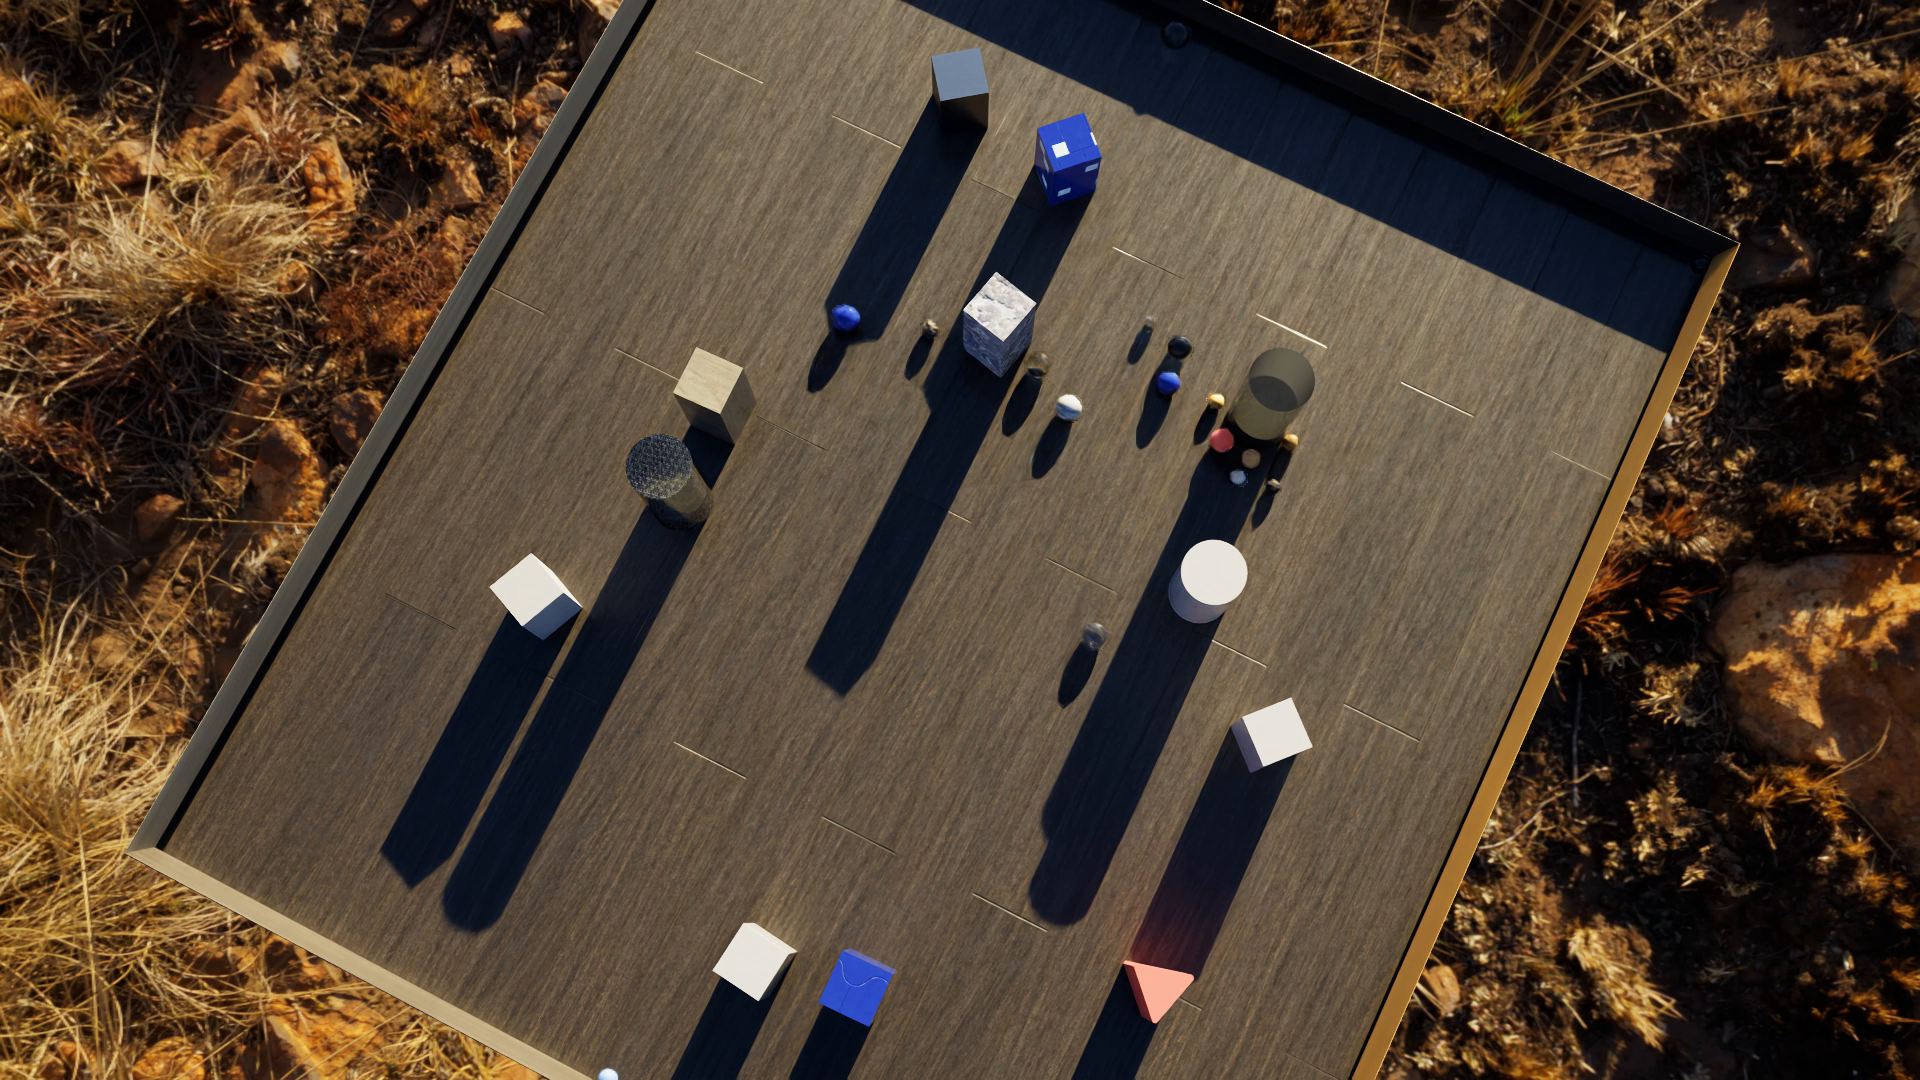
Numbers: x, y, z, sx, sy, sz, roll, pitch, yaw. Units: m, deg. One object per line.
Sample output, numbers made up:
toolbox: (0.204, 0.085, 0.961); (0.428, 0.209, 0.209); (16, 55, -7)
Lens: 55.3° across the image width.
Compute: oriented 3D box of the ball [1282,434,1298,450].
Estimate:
ball: (1.019, -0.302, 5.652); (0.052, 0.052, 0.052); (0, 78, 0)

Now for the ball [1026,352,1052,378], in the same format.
ball: (0.243, -0.542, 5.688); (0.079, 0.079, 0.079); (0, 78, 0)

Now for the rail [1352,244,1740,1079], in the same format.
rail: (1.542, 0.761, 5.395); (0.045, 0.124, 3.833); (26, 80, 5)

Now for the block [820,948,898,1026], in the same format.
block: (-0.284, 1.258, 5.167); (0.152, 0.371, 0.152); (24, 79, 5)

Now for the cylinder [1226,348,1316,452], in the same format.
cylinder: (0.922, -0.413, 5.470); (0.190, 0.454, 0.190); (0, 78, 0)

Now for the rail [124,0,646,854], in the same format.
rail: (-1.542, -0.748, 5.707); (0.045, 0.124, 3.833); (26, 80, 5)

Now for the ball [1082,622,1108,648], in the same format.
ball: (0.406, 0.288, 5.518); (0.077, 0.077, 0.077); (0, 78, 0)

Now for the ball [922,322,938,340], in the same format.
ball: (-0.094, -0.655, 5.724); (0.055, 0.055, 0.055); (0, 78, 0)

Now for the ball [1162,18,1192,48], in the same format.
ball: (0.698, -1.632, 5.906); (0.095, 0.095, 0.095); (0, 78, 0)

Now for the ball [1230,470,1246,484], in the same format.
ball: (0.853, -0.194, 5.632); (0.048, 0.048, 0.048); (0, 78, 0)

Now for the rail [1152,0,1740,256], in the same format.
rail: (0.846, -1.651, 5.894); (3.494, 0.124, 0.045); (26, 80, 5)

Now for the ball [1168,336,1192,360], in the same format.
ball: (0.682, -0.597, 5.702); (0.075, 0.075, 0.075); (0, 78, 0)

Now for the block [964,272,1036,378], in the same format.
block: (0.117, -0.647, 5.561); (0.152, 0.372, 0.152); (39, 81, 7)

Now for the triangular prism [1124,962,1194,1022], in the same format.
triangular prism: (0.533, 1.247, 5.190); (0.143, 0.331, 0.165); (41, 81, 8)

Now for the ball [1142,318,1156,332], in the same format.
ball: (0.592, -0.675, 5.733); (0.046, 0.046, 0.046); (0, 78, 0)

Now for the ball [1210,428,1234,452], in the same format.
ball: (0.808, -0.306, 5.642); (0.075, 0.075, 0.075); (0, 78, 0)

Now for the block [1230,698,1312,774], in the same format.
block: (0.910, 0.575, 5.373); (0.152, 0.244, 0.152); (-21, 79, -4)

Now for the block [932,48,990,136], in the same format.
block: (0.000, -1.409, 5.774); (0.152, 0.262, 0.152); (-11, 79, -2)

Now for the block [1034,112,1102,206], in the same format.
block: (0.334, -1.185, 5.721); (0.152, 0.275, 0.152); (-19, 79, -4)

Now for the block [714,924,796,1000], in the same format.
block: (-0.580, 1.200, 5.223); (0.152, 0.285, 0.152); (32, 80, 6)

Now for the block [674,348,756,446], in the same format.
block: (-0.734, -0.429, 5.520); (0.152, 0.362, 0.152); (24, 79, 5)

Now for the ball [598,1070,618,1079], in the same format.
ball: (-1.012, 1.550, 5.267); (0.057, 0.057, 0.057); (0, 78, 0)

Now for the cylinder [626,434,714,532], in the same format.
cylinder: (-0.855, -0.164, 5.423); (0.190, 0.445, 0.190); (0, 78, 0)

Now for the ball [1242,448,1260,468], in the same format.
ball: (0.895, -0.251, 5.638); (0.059, 0.059, 0.059); (0, 78, 0)

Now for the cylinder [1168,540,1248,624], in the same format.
cylinder: (0.729, 0.127, 5.420); (0.190, 0.333, 0.190); (0, 78, 0)

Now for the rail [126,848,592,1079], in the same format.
rail: (-0.846, 1.664, 5.208); (3.494, 0.124, 0.045); (26, 80, 5)

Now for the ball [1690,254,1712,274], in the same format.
ball: (2.332, -0.868, 5.764); (0.062, 0.062, 0.062); (0, 78, 0)

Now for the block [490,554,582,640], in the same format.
block: (-1.255, 0.171, 5.440); (0.152, 0.275, 0.152); (-40, 81, -8)

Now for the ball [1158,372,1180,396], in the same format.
ball: (0.647, -0.485, 5.680); (0.072, 0.072, 0.072); (0, 78, 0)

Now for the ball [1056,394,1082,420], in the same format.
ball: (0.335, -0.409, 5.661); (0.079, 0.079, 0.079); (0, 78, 0)

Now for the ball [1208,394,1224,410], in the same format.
ball: (0.794, -0.428, 5.680); (0.049, 0.049, 0.049); (0, 78, 0)

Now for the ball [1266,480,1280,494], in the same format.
ball: (0.961, -0.164, 5.627); (0.046, 0.046, 0.046); (0, 78, 0)

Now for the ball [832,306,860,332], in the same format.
ball: (-0.356, -0.690, 5.716); (0.084, 0.084, 0.084); (0, 78, 0)
